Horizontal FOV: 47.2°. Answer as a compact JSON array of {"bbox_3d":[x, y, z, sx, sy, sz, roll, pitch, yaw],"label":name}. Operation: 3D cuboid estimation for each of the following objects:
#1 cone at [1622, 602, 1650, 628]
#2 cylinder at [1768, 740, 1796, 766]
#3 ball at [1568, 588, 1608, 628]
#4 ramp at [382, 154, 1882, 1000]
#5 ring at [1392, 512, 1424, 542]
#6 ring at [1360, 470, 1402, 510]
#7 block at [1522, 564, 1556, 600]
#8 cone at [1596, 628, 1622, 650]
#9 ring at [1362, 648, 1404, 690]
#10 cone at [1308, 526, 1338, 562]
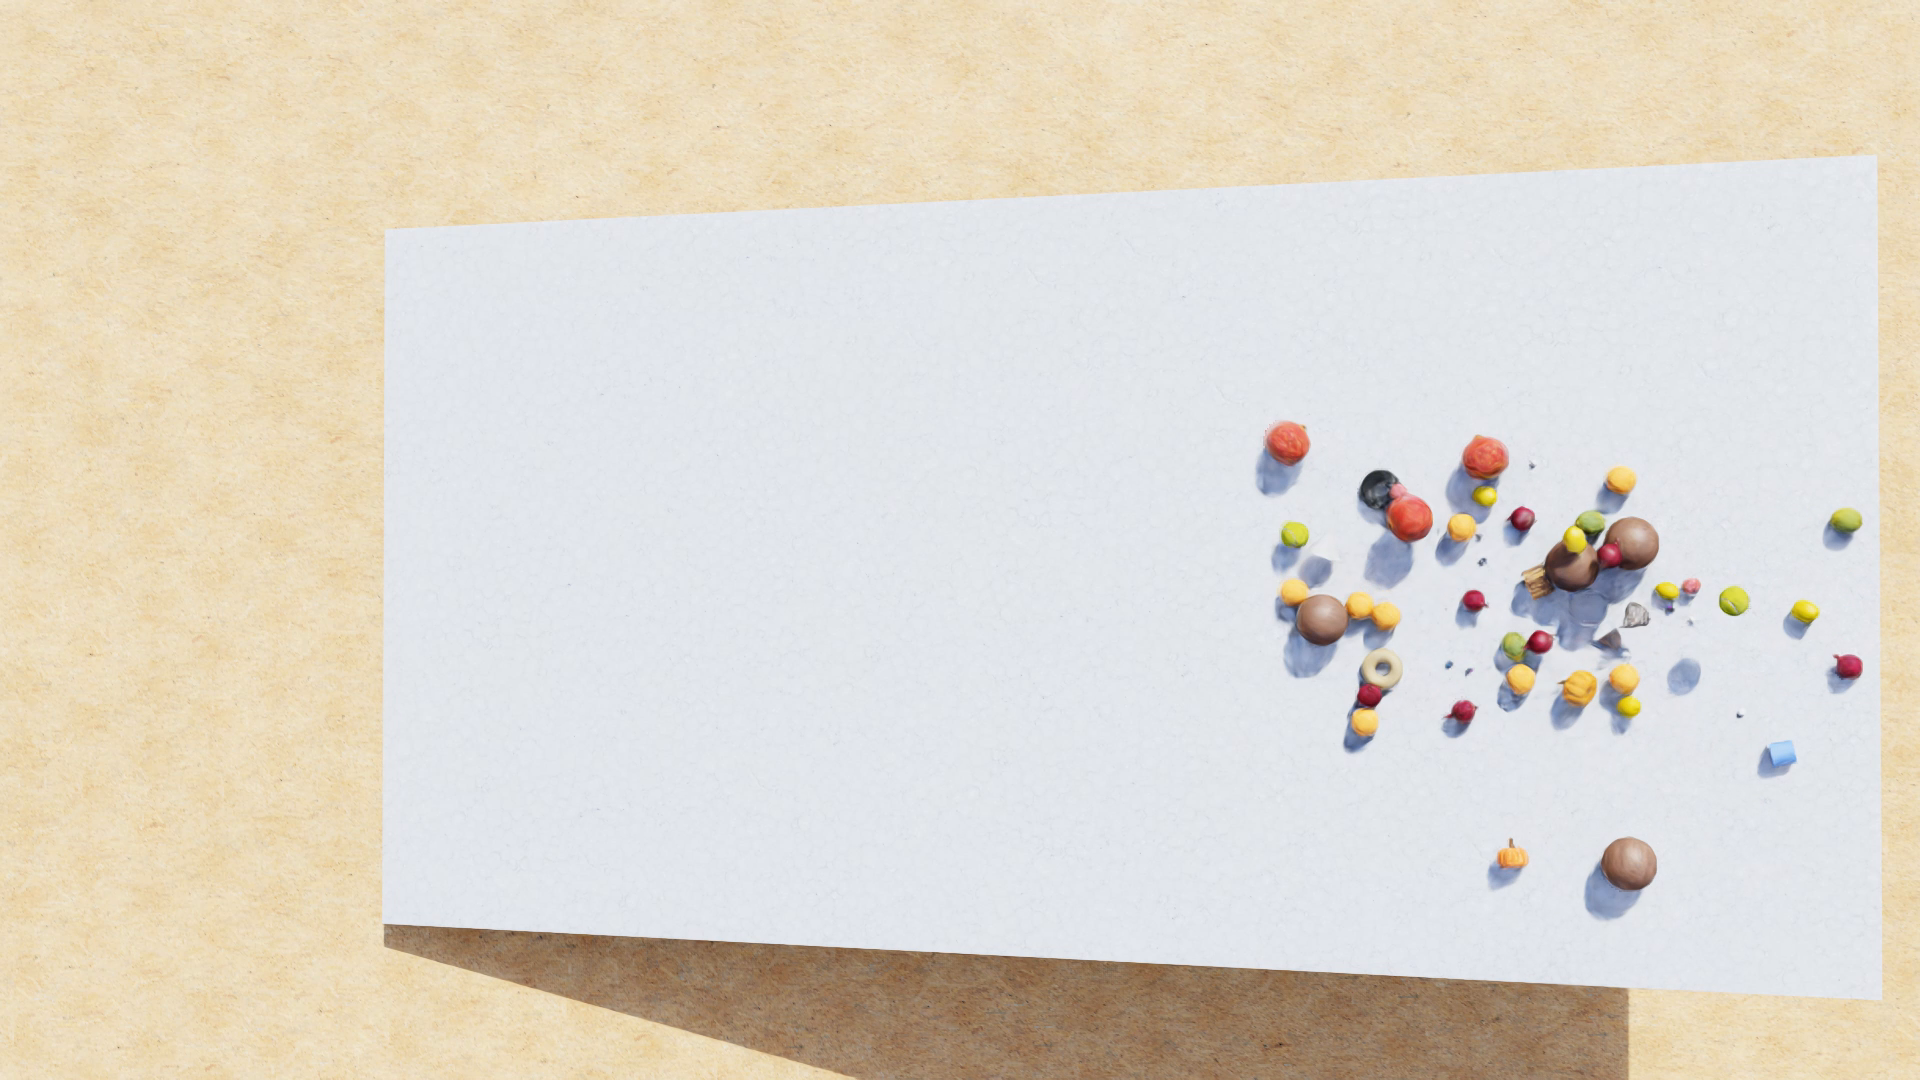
[{"bbox_3d":[1.605,0.195,5.269,0.067,0.067,0.067,-32,89,-31],"label":"cone"},{"bbox_3d":[1.956,0.506,5.230,0.053,0.053,0.053,-12,89,16],"label":"cylinder"},{"bbox_3d":[1.527,0.165,5.341,0.094,0.094,0.094,0,89,0],"label":"ball"},{"bbox_3d":[0.271,0.095,5.815,4.000,0.100,2.000,0,89,17],"label":"ramp"},{"bbox_3d":[1.121,-0.033,5.500,0.076,0.025,0.076,0,90,18],"label":"ring"},{"bbox_3d":[1.054,-0.125,5.510,0.105,0.035,0.105,-4,82,25],"label":"ring"},{"bbox_3d":[1.416,0.102,5.383,0.055,0.055,0.055,-28,112,18],"label":"block"},{"bbox_3d":[1.575,0.244,5.362,0.052,0.052,0.052,-9,89,43],"label":"cone"},{"bbox_3d":[1.058,0.324,5.509,0.104,0.035,0.104,0,91,16],"label":"ring"},{"bbox_3d":[0.925,-0.001,5.520,0.082,0.082,0.082,20,102,0],"label":"cone"}]
